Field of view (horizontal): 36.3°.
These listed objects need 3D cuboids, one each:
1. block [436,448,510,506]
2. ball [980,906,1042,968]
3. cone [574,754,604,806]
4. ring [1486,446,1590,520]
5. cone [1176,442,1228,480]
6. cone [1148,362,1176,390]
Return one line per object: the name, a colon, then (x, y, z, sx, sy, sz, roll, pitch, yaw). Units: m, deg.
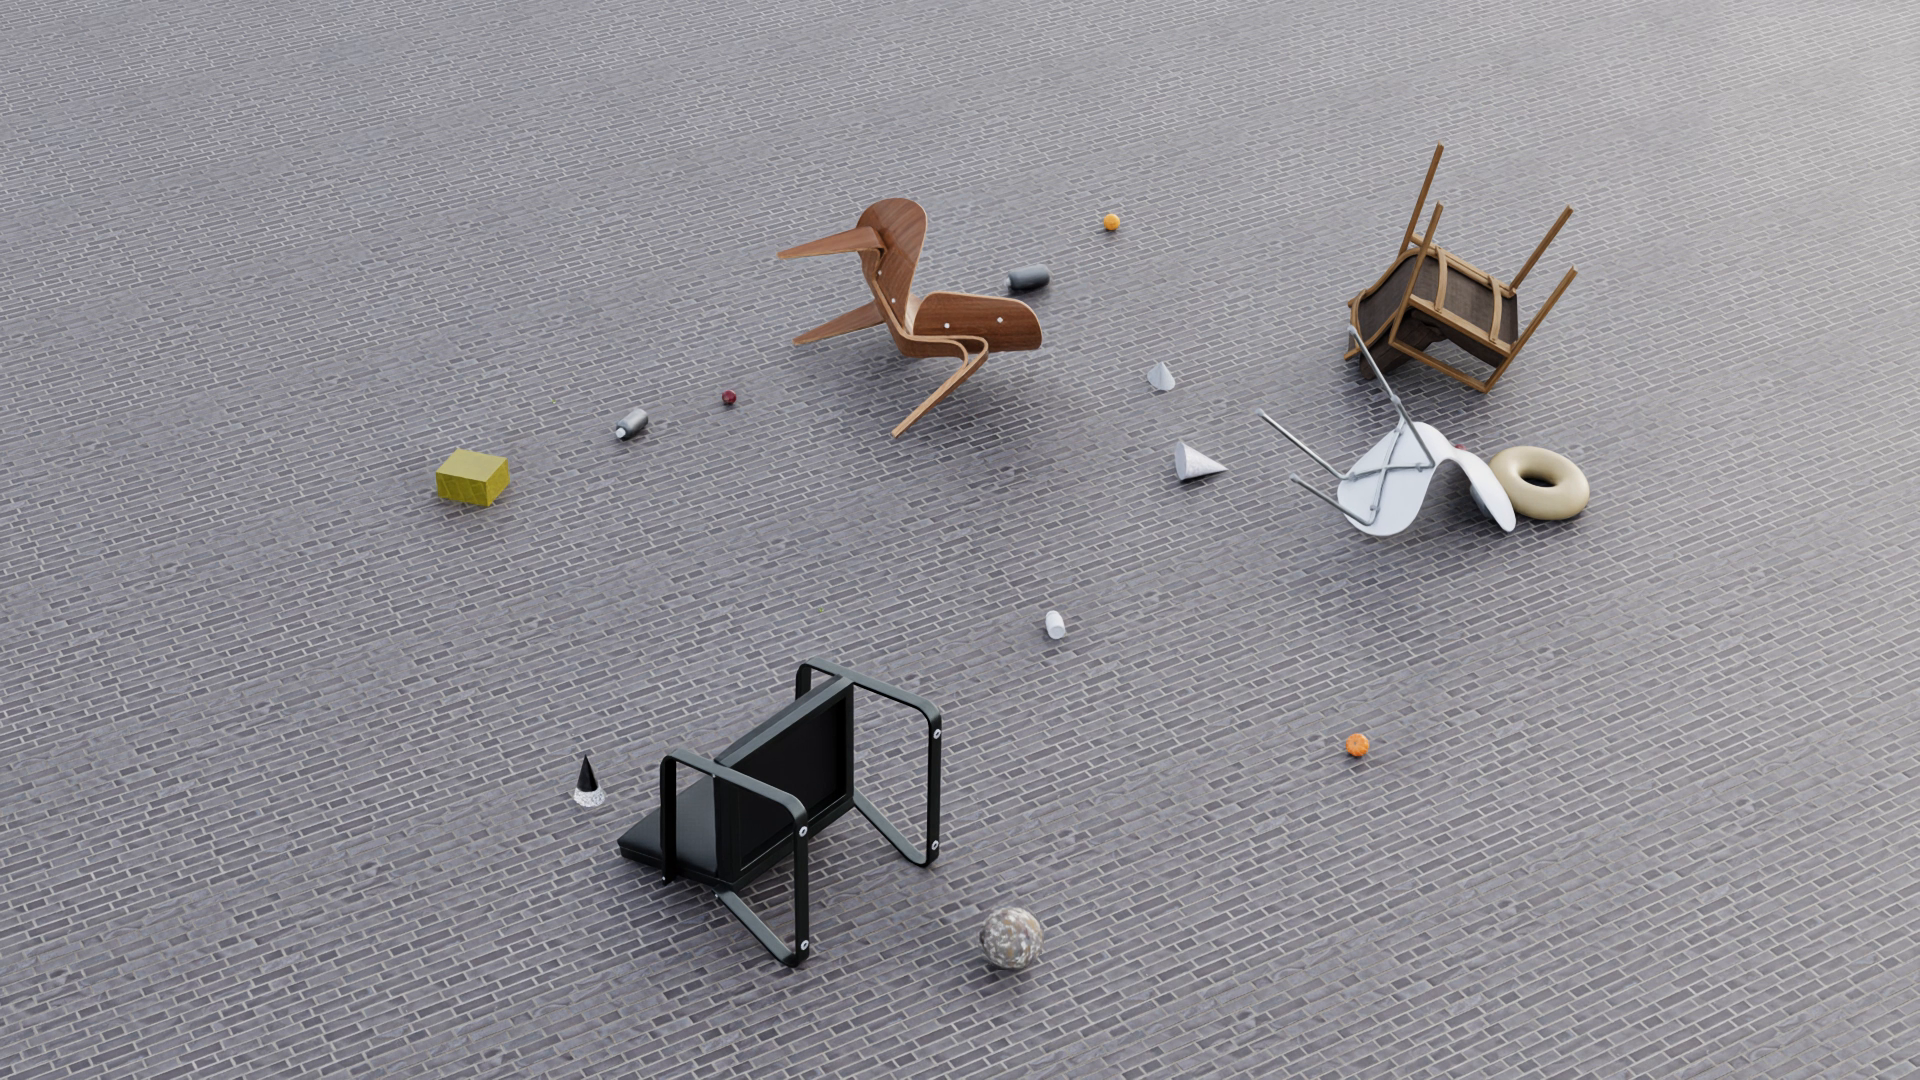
block: (-1.862, -0.239, 11.205, 0.212, 0.112, 0.181, 11, 35, 16)
ball: (0.155, 1.212, 8.935, 0.188, 0.188, 0.188, 0, 33, 0)
cone: (-1.221, 0.771, 9.609, 0.111, 0.182, 0.094, 26, 41, 33)
ring: (2.202, -0.218, 11.173, 0.361, 0.115, 0.451, -14, 37, -20)
cone: (0.947, -0.290, 11.339, 0.197, 0.103, 0.239, 10, 31, -11)
cone: (0.819, -0.689, 11.912, 0.104, 0.087, 0.177, -8, 34, -12)
